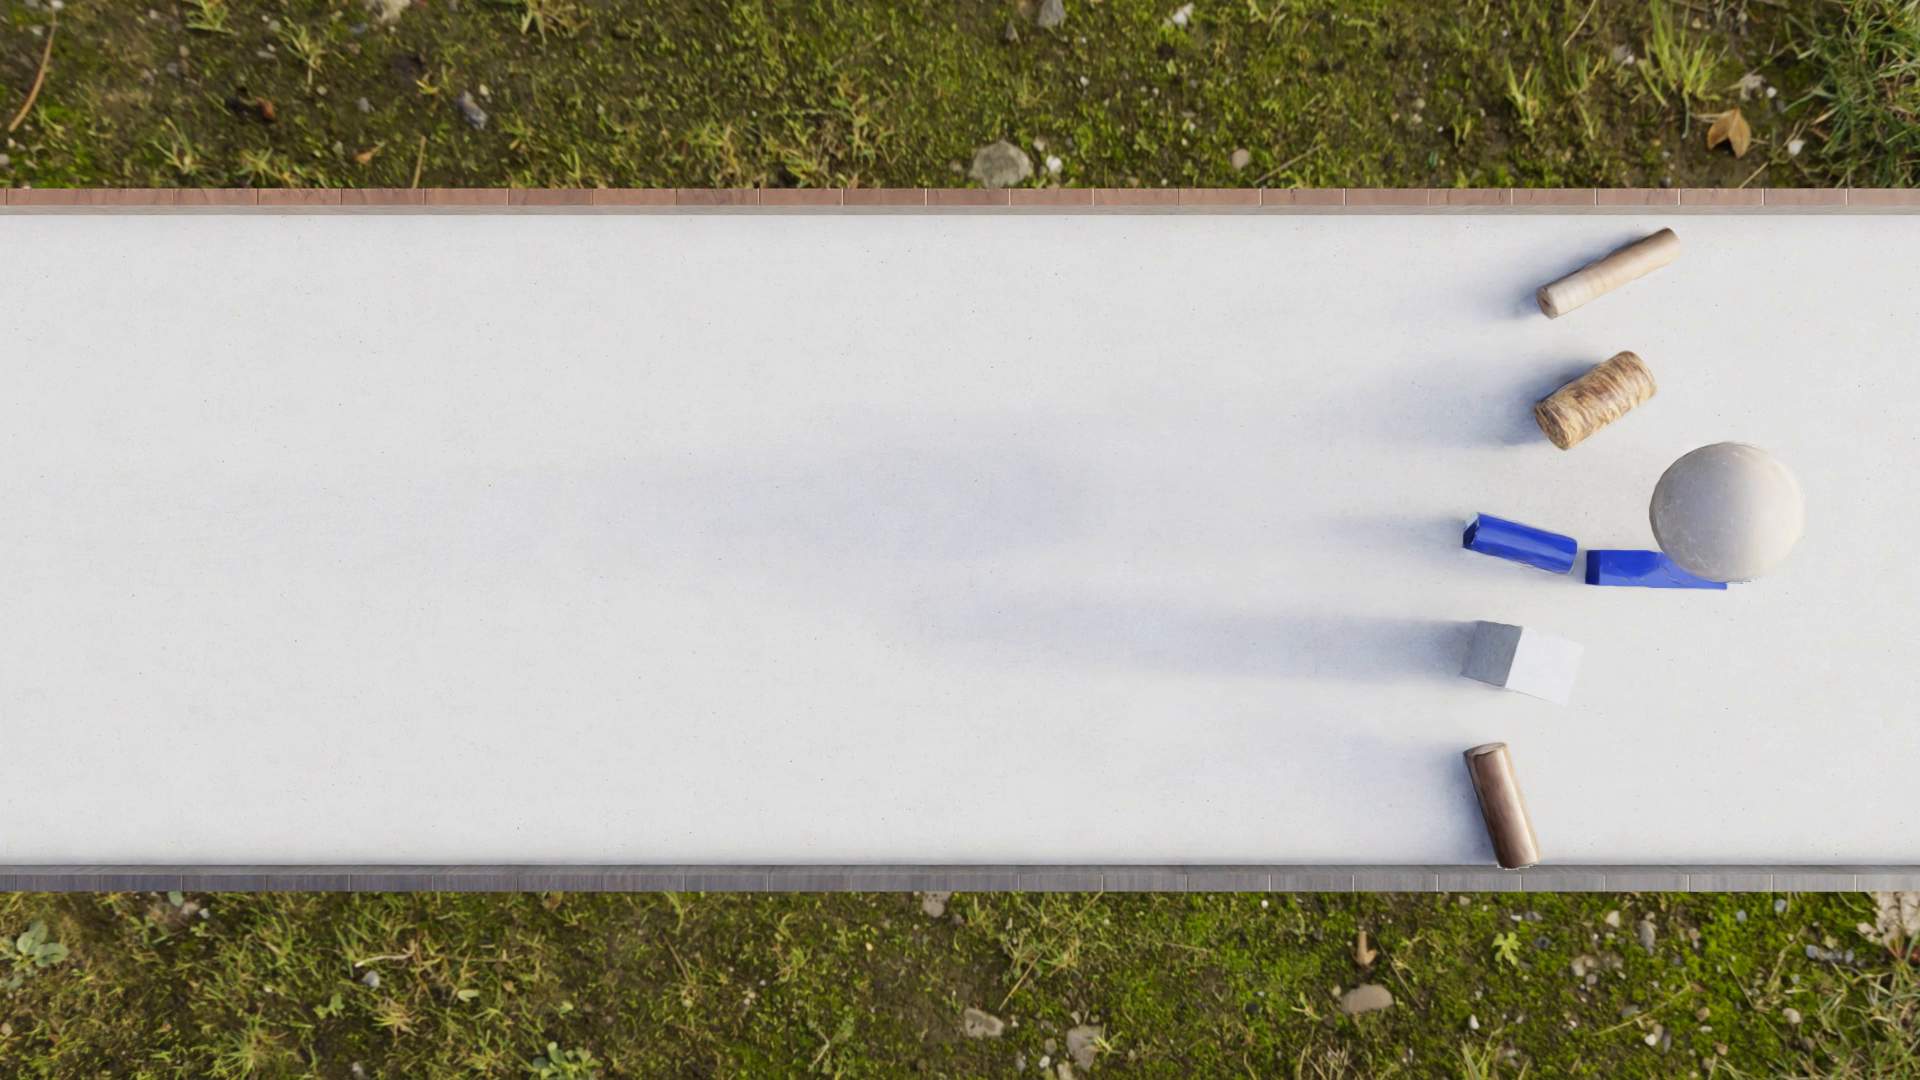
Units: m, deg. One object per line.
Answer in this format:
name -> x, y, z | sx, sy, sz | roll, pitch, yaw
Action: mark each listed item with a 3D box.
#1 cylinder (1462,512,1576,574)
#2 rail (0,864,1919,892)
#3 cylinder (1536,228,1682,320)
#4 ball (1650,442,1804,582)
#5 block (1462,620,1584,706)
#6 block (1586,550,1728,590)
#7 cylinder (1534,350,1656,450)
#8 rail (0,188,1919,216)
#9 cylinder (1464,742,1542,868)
cylinder -> 1.702, 0.010, 5.018 | 0.308, 0.116, 0.116 | 15, 90, 0
rail -> -2.247, 1.025, 5.001 | 12.000, 0.150, 0.050 | 0, 90, 0
cylinder -> 1.976, -0.811, 5.025 | 0.430, 0.102, 0.102 | -26, 90, 0
ball -> 2.149, -0.077, 4.631 | 0.394, 0.394, 0.394 | 0, 90, 0
block -> 1.654, 0.357, 4.872 | 0.179, 0.409, 0.179 | 17, 90, 0
block -> 2.120, 0.090, 5.022 | 0.386, 0.109, 0.109 | 2, 90, 0
cylinder -> 1.921, -0.424, 4.993 | 0.311, 0.167, 0.167 | -32, 90, 0
rail -> -2.247, -1.025, 5.002 | 12.000, 0.150, 0.050 | 0, 90, 0
cylinder -> 1.648, 0.805, 5.012 | 0.128, 0.128, 0.357 | -18, 90, 0
